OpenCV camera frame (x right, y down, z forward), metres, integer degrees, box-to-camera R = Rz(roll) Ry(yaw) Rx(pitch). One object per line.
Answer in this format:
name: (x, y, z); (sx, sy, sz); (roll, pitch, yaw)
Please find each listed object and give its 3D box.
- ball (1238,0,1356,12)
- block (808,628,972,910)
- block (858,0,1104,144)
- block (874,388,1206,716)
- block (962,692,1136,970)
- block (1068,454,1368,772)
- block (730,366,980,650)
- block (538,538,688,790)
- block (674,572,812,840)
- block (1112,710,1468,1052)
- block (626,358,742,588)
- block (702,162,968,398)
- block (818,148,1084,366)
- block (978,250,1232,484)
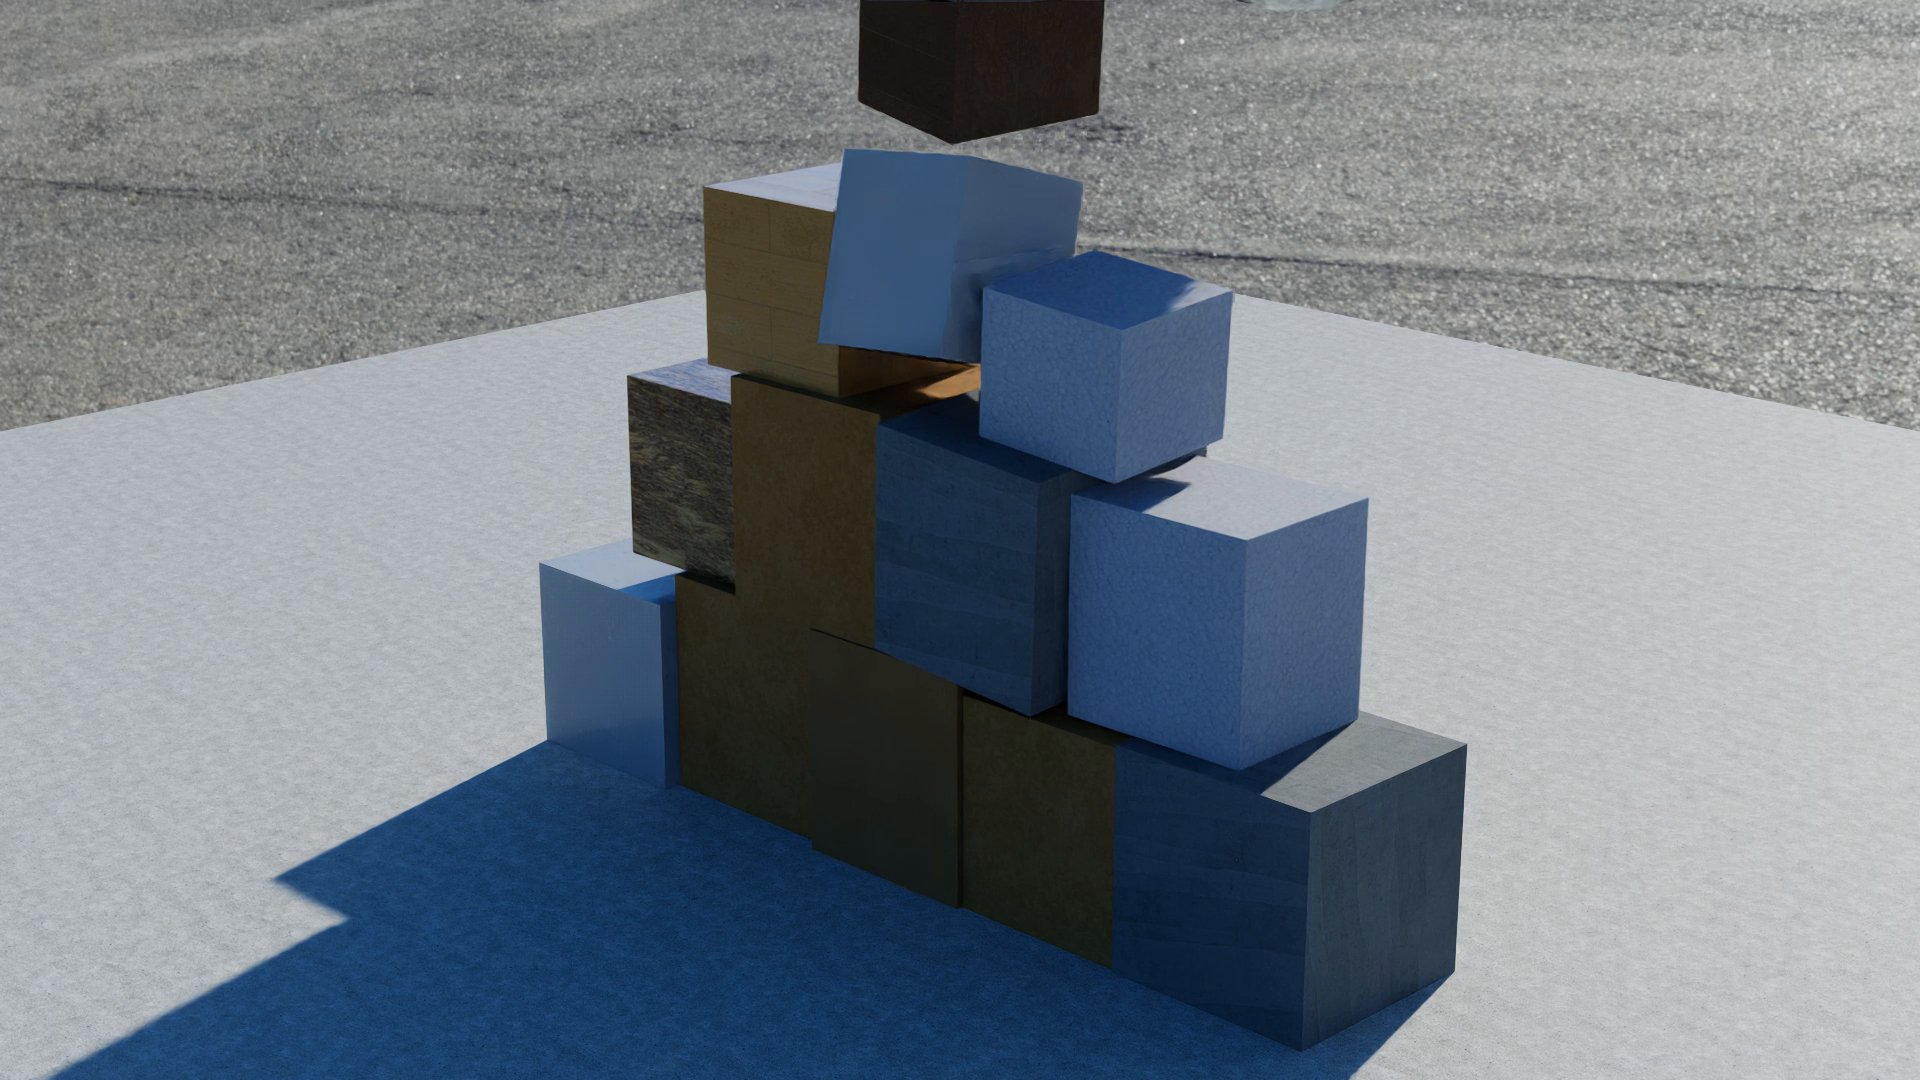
ball: (1.623, -3.333, 13.995); (1.600, 1.600, 1.600); (0, 17, 0)
block: (0.021, 0.913, 13.614); (0.958, 1.093, 1.061); (17, 24, 42)
block: (0.091, -2.216, 12.607); (0.797, 0.744, 0.681); (-17, 32, -34)
block: (0.350, -0.025, 12.902); (0.943, 1.070, 1.101); (22, 31, 39)
block: (0.692, 1.149, 12.999); (1.016, 1.014, 0.905); (-17, 24, -42)
block: (1.077, 0.284, 12.330); (0.927, 0.983, 0.817); (16, 24, 41)
block: (-0.345, -0.235, 13.608); (0.984, 1.095, 1.014); (16, 24, 42)
block: (-1.401, 0.556, 14.977); (1.089, 0.959, 0.956); (-17, 24, -42)
block: (-0.703, 0.704, 14.274); (0.885, 1.097, 1.021); (-17, 24, -42)
block: (1.377, 1.345, 12.332); (1.040, 1.040, 1.028); (-17, 24, -42)
block: (-1.011, -0.354, 14.305); (0.928, 0.903, 0.783); (17, 24, 42)
block: (-0.527, -1.222, 13.526); (0.894, 0.837, 0.935); (17, 24, 42)
block: (-0.041, -1.209, 12.782); (0.760, 0.853, 0.730); (11, 3, 44)
block: (0.611, -0.745, 12.385); (0.751, 0.668, 0.730); (21, 30, 38)
